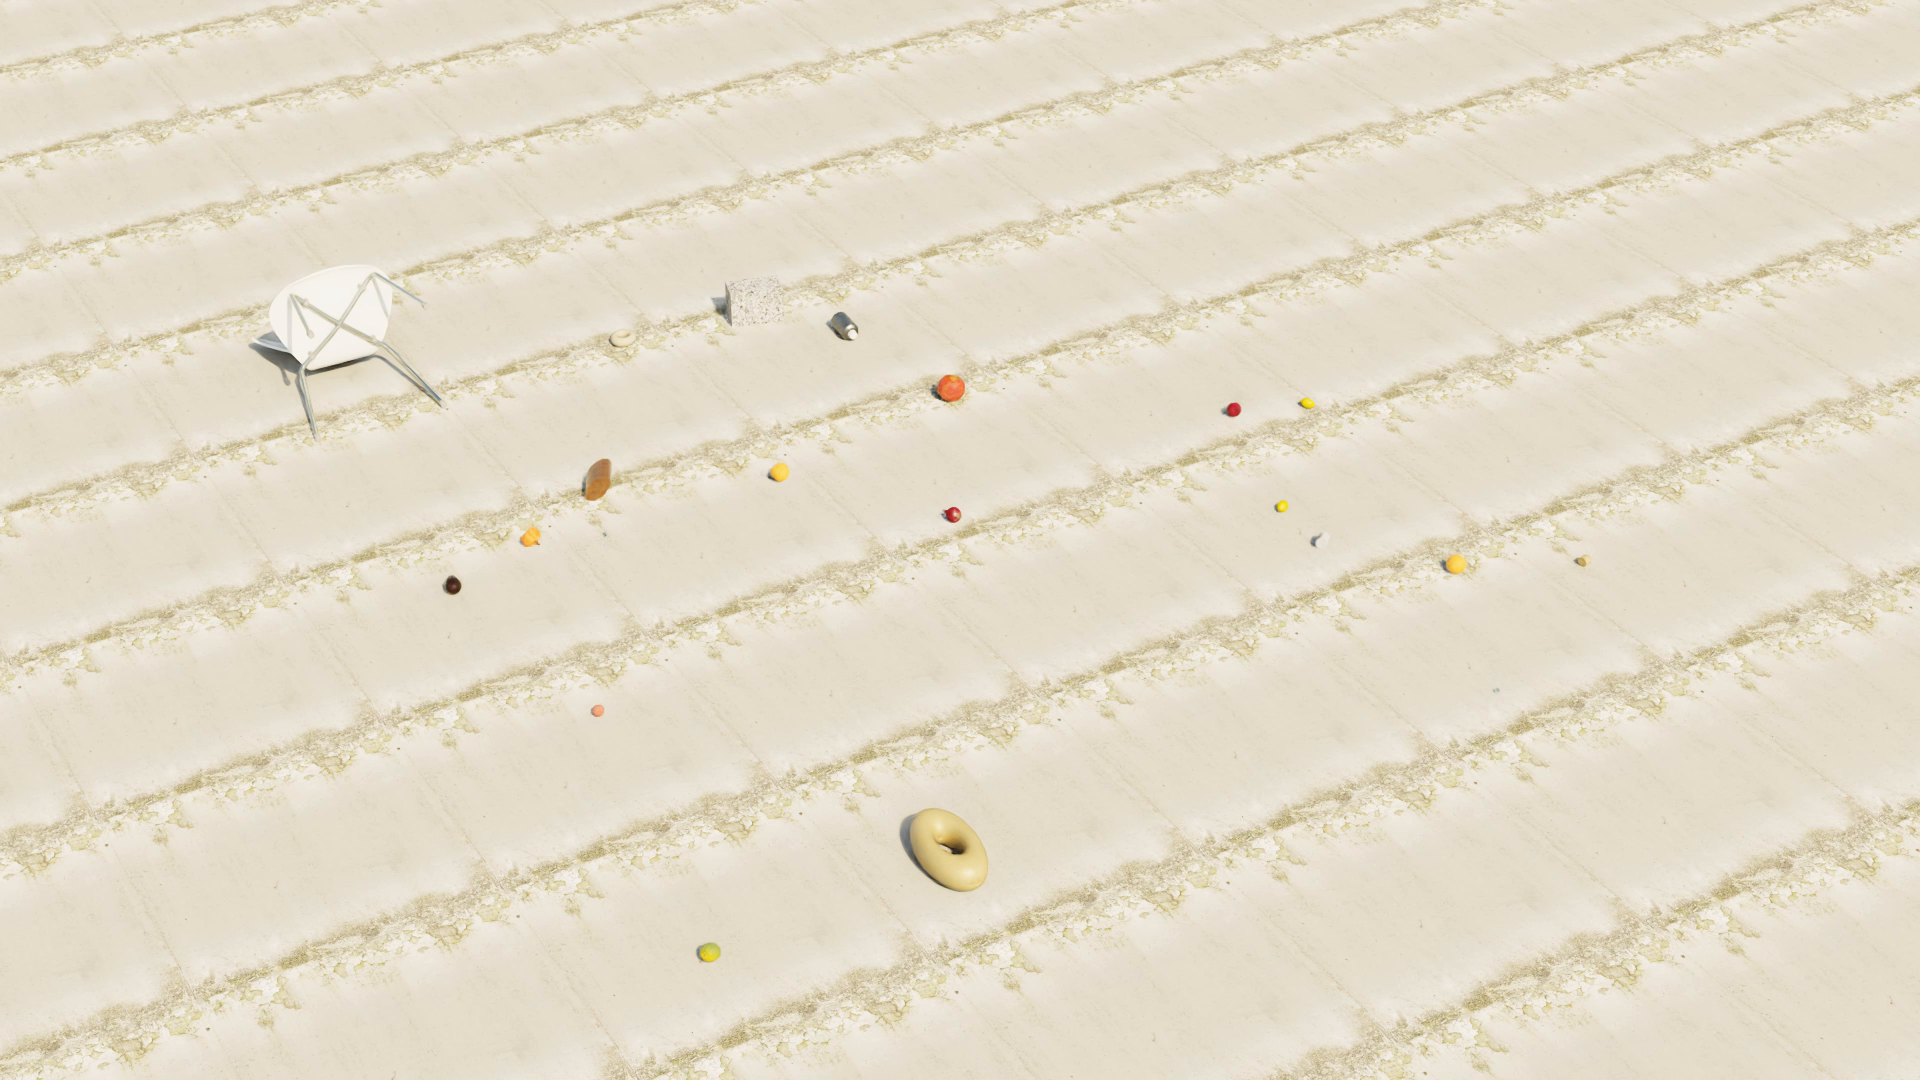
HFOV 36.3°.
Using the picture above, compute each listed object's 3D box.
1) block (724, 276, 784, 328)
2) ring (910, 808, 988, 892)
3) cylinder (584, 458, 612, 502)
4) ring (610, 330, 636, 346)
[{"bbox_3d":[-0.864,-1.002,12.321,0.221,0.158,0.117,-9,34,-13],"label":"block"},{"bbox_3d":[-0.036,0.986,9.348,0.207,0.114,0.380,-14,37,-23],"label":"ring"},{"bbox_3d":[-1.382,-0.230,11.196,0.069,0.131,0.133,36,24,-25],"label":"cylinder"},{"bbox_3d":[-1.399,-0.839,12.183,0.103,0.040,0.116,20,37,25],"label":"ring"}]
